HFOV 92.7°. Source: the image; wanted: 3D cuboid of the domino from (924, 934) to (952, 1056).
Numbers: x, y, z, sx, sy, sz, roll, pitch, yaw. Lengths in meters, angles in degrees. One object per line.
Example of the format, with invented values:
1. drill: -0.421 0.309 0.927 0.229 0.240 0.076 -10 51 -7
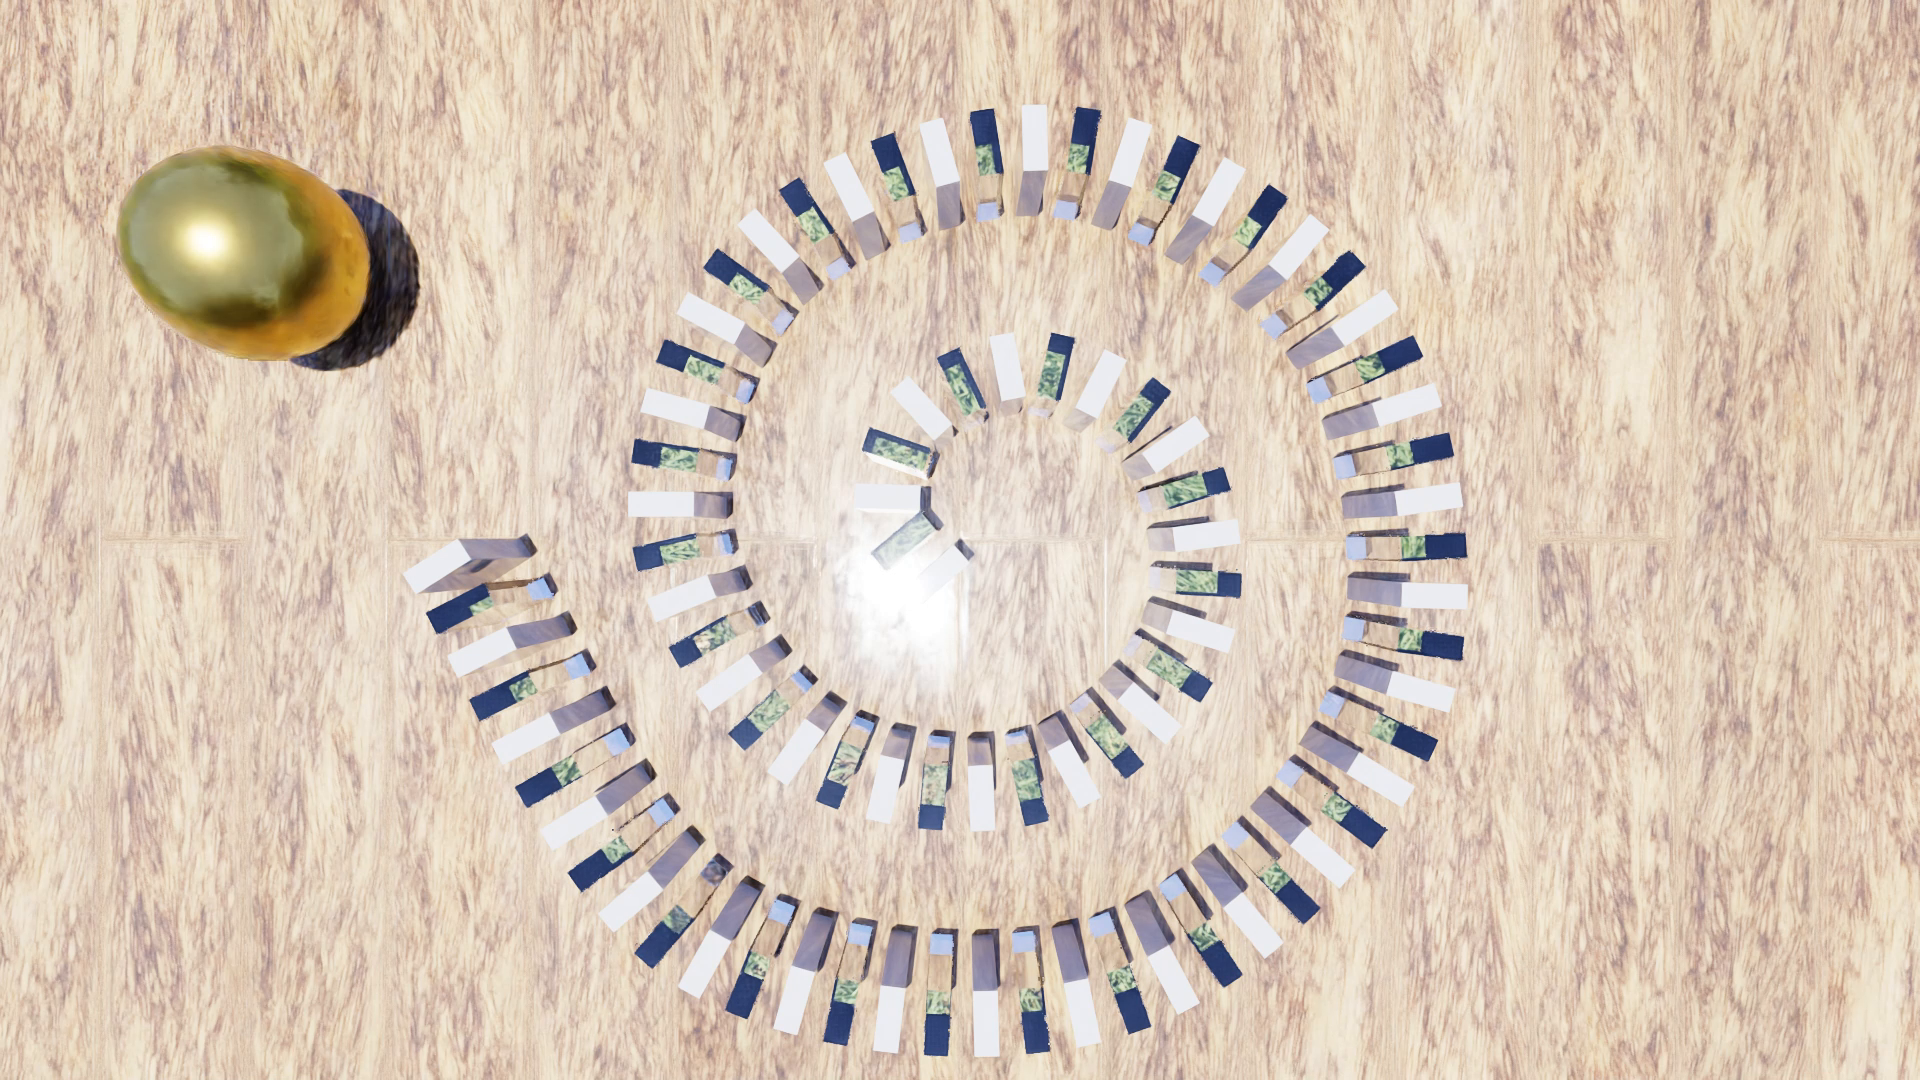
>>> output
1. domino: -0.009 0.185 0.375 0.009 0.050 0.025 3 90 0

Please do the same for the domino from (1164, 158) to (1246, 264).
1. domino: 0.099 -0.133 0.375 0.009 0.050 0.025 29 90 0

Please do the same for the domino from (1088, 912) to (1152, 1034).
1. domino: 0.065 0.176 0.375 0.009 0.050 0.025 -20 90 0

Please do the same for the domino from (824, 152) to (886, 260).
1. domino: -0.042 -0.135 0.375 0.010 0.050 0.025 -26 90 0

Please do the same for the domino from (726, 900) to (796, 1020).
1. domino: -0.081 0.170 0.375 0.010 0.050 0.025 22 90 0

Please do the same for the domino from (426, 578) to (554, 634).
1. domino: -0.191 0.026 0.375 0.025 0.050 0.009 -27 90 0

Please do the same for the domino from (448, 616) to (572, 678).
1. domino: -0.183 0.043 0.375 0.025 0.050 0.009 -26 90 0

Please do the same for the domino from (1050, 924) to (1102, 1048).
1. domino: 0.047 0.181 0.375 0.009 0.050 0.025 -12 90 0

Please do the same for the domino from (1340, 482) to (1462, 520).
1. domino: 0.179 -0.016 0.375 0.025 0.050 0.009 -8 90 0

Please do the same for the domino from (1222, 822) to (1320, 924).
1. domino: 0.126 0.135 0.375 0.009 0.050 0.025 -44 90 0

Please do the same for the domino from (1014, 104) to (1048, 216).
1. domino: 0.029 -0.154 0.375 0.009 0.050 0.025 -1 90 0

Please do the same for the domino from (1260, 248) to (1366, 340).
1. domino: 0.143 -0.099 0.375 0.025 0.050 0.010 -43 90 0

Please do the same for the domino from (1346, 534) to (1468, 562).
1. domino: 0.181 0.003 0.375 0.025 0.050 0.010 -3 90 0

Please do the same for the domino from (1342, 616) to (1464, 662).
1. domino: 0.180 0.040 0.375 0.025 0.050 0.009 8 90 0

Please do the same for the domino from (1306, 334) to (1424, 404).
1. domino: 0.164 -0.069 0.375 0.025 0.050 0.010 -25 90 0

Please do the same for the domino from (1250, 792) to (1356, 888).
1. domino: 0.139 0.121 0.375 0.025 0.050 0.009 41 90 0

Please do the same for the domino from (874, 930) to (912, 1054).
1. domino: -0.027 0.183 0.375 0.010 0.050 0.025 7 90 0

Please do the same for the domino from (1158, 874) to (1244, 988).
1. domino: 0.097 0.158 0.375 0.009 0.050 0.025 -34 90 0

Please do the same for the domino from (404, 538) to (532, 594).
1. domino: -0.200 0.010 0.375 0.025 0.050 0.009 -32 90 0

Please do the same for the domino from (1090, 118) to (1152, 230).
1. domino: 0.065 -0.148 0.375 0.010 0.050 0.025 18 90 0

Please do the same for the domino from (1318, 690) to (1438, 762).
1. domino: 0.170 0.075 0.375 0.025 0.050 0.010 25 90 0

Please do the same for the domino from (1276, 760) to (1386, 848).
1. domino: 0.150 0.107 0.375 0.025 0.050 0.009 37 90 0

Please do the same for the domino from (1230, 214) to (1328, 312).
1. domino: 0.129 -0.112 0.375 0.010 0.050 0.025 40 90 0

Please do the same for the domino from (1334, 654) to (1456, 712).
1. domino: 0.176 0.058 0.375 0.025 0.050 0.009 16 90 0

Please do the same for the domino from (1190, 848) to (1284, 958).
1. domino: 0.112 0.147 0.375 0.009 0.050 0.025 -40 90 0

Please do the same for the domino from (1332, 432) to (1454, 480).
1. domino: 0.176 -0.034 0.375 0.025 0.050 0.010 -13 90 0

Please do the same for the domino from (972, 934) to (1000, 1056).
1. domino: 0.010 0.185 0.375 0.010 0.050 0.025 -2 90 0

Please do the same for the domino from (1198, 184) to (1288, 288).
1. domino: 0.115 -0.123 0.375 0.010 0.050 0.025 35 90 0

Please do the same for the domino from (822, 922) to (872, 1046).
1. domino: -0.045 0.180 0.375 0.009 0.050 0.025 11 90 0

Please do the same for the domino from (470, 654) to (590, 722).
1. domino: -0.174 0.060 0.375 0.025 0.050 0.010 -27 90 0

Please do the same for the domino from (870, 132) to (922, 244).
1. domino: -0.025 -0.142 0.375 0.010 0.050 0.025 -21 90 0

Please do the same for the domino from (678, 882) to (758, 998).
1. domino: -0.098 0.162 0.375 0.009 0.050 0.025 29 90 0

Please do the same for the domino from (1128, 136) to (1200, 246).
1. domino: 0.082 -0.141 0.375 0.010 0.050 0.025 24 90 0

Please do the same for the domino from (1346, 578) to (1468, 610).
1. domino: 0.181 0.021 0.375 0.025 0.050 0.010 2 90 0

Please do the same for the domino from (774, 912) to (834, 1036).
1. domino: -0.063 0.176 0.375 0.010 0.050 0.025 16 90 0

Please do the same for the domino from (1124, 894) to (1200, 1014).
1. domino: 0.082 0.168 0.375 0.010 0.050 0.025 -28 90 0

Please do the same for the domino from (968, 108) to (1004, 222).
1. domino: 0.010 -0.152 0.375 0.009 0.050 0.025 -9 90 0

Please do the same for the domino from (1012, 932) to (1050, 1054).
1. domino: 0.029 0.184 0.375 0.009 0.050 0.025 -6 90 0

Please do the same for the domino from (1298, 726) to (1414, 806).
1. domino: 0.161 0.092 0.375 0.025 0.050 0.009 32 90 0

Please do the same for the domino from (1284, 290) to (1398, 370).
1. domino: 0.155 -0.085 0.375 0.025 0.050 0.010 -35 90 0

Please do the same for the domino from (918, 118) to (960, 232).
1. domino: -0.008 -0.148 0.375 0.010 0.050 0.025 -15 90 0

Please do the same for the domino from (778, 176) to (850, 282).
1. domino: -0.059 -0.126 0.375 0.010 0.050 0.025 -33 90 0

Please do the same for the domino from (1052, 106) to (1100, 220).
1. domino: 0.047 -0.153 0.375 0.010 0.050 0.025 9 90 0

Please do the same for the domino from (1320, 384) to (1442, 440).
1. domino: 0.171 -0.052 0.375 0.025 0.050 0.009 -18 90 0
